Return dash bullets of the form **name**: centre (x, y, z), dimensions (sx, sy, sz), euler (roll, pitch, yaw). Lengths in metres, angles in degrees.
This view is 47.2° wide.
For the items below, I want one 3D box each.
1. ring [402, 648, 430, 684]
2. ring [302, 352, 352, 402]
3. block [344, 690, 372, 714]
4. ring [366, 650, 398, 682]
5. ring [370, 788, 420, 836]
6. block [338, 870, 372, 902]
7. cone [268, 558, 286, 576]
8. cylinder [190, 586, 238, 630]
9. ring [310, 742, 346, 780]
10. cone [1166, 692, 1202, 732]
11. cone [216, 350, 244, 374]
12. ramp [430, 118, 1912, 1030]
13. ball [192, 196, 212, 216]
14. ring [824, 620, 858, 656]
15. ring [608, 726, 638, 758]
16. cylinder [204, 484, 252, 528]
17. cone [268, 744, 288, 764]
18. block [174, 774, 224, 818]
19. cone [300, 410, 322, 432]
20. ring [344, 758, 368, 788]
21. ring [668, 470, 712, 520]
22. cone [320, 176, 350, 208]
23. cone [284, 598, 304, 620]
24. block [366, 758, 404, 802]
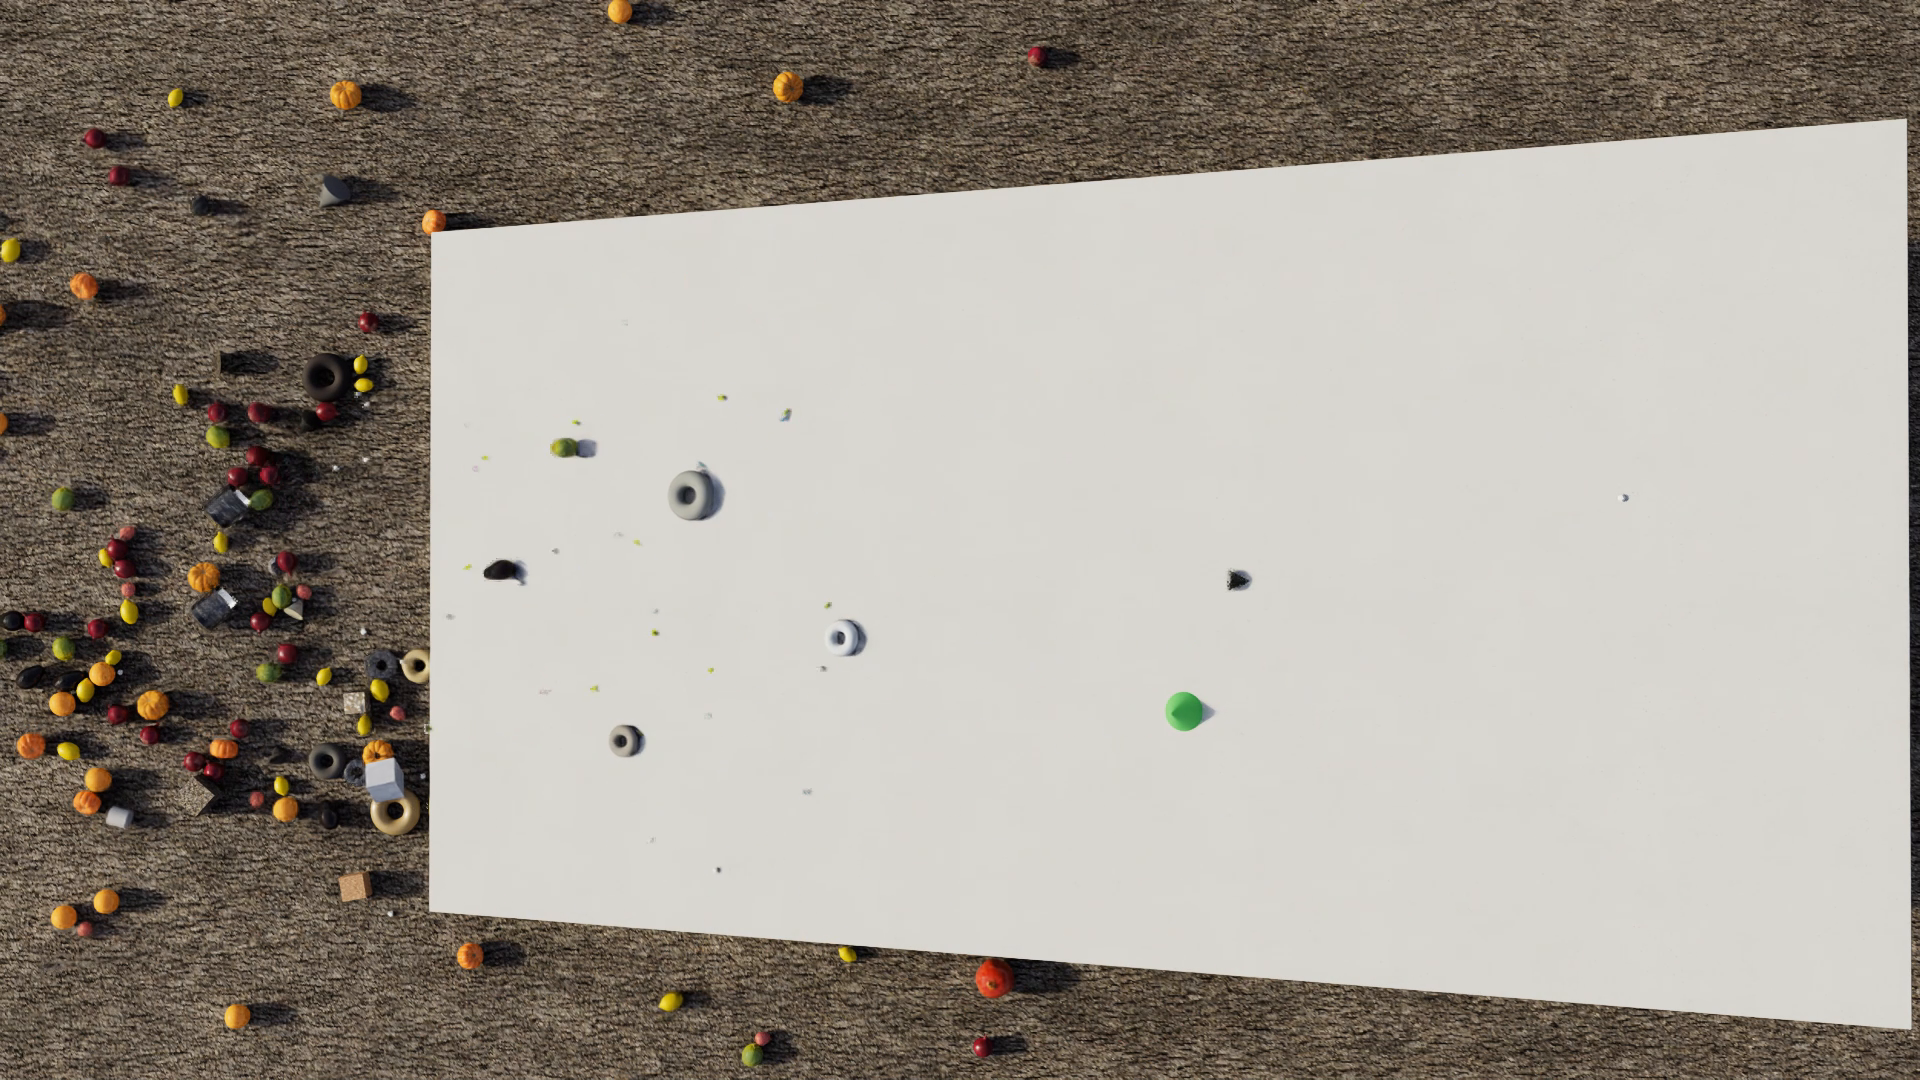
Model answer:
- **ring**: centre (-1.609, 0.374, 6.549), dimensions (0.104, 0.035, 0.104), euler (0, 91, 0)
- **ring**: centre (-1.886, -0.484, 6.552), dimensions (0.148, 0.049, 0.148), euler (0, 90, -1)
- **block**: centre (-1.791, 0.483, 6.534), dimensions (0.061, 0.061, 0.061), euler (-5, 89, 0)
- **ring**: centre (-1.724, 0.373, 6.551), dimensions (0.095, 0.032, 0.095), euler (0, 89, 1)
- **ring**: centre (-1.678, 0.804, 6.537), dimensions (0.149, 0.050, 0.149), euler (0, 90, -1)
- **block**: centre (-1.793, 1.027, 6.523), dimensions (0.071, 0.071, 0.071), euler (-10, 89, 0)
- **cone**: centre (-2.041, 0.078, 6.543), dimensions (0.054, 0.054, 0.054), euler (0, 89, 0)
- **cylinder**: centre (-2.211, 0.202, 6.521), dimensions (0.094, 0.094, 0.094), euler (-39, 89, 0)
- **ring**: centre (-1.883, 0.657, 6.545), dimensions (0.110, 0.037, 0.110), euler (0, 90, -1)
- **cone**: centre (0.541, 0.430, 5.469), dimensions (0.099, 0.099, 0.099), euler (0, 89, 24)
- **cone**: centre (-2.172, -0.530, 6.560), dimensions (0.075, 0.075, 0.075), euler (-1, 89, -27)
- **ramp**: centre (0.283, 0.083, 5.700), dimensions (4.000, 0.100, 2.000), euler (0, 89, 24)
- **ball**: centre (-2.260, -0.994, 6.554), dimensions (0.057, 0.057, 0.057), euler (0, 89, 0)
- **ring**: centre (-0.318, 0.263, 5.896), dimensions (0.100, 0.033, 0.100), euler (-1, 88, 26)
- **ring**: centre (-0.945, 0.566, 6.178), dimensions (0.093, 0.031, 0.093), euler (0, 90, 24)
- **cylinder**: centre (-2.171, -0.101, 6.524), dimensions (0.095, 0.095, 0.095), euler (-40, 89, 0)
- **cone**: centre (-2.034, 0.631, 6.550), dimensions (0.057, 0.057, 0.057), euler (-19, 63, 0)
- **block**: centre (-2.256, 0.757, 6.519), dimensions (0.086, 0.086, 0.086), euler (42, 89, 0)
- **cone**: centre (-1.952, -0.342, 6.560), dimensions (0.065, 0.065, 0.065), euler (-40, 89, 26)
- **ring**: centre (-1.794, 0.693, 6.548), dimensions (0.087, 0.029, 0.087), euler (0, 89, 1)
- **ring**: centre (-0.746, -0.123, 6.087), dimensions (0.140, 0.047, 0.140), euler (-1, 88, 26)
- **cone**: centre (-1.886, -1.022, 6.561), dimensions (0.095, 0.095, 0.095), euler (-40, 89, 28)
- **cone**: centre (-1.973, 0.196, 6.555), dimensions (0.061, 0.061, 0.061), euler (18, 57, 0)
- **block**: centre (-1.698, 0.710, 6.492), dimensions (0.085, 0.085, 0.085), euler (-13, 50, -2)
